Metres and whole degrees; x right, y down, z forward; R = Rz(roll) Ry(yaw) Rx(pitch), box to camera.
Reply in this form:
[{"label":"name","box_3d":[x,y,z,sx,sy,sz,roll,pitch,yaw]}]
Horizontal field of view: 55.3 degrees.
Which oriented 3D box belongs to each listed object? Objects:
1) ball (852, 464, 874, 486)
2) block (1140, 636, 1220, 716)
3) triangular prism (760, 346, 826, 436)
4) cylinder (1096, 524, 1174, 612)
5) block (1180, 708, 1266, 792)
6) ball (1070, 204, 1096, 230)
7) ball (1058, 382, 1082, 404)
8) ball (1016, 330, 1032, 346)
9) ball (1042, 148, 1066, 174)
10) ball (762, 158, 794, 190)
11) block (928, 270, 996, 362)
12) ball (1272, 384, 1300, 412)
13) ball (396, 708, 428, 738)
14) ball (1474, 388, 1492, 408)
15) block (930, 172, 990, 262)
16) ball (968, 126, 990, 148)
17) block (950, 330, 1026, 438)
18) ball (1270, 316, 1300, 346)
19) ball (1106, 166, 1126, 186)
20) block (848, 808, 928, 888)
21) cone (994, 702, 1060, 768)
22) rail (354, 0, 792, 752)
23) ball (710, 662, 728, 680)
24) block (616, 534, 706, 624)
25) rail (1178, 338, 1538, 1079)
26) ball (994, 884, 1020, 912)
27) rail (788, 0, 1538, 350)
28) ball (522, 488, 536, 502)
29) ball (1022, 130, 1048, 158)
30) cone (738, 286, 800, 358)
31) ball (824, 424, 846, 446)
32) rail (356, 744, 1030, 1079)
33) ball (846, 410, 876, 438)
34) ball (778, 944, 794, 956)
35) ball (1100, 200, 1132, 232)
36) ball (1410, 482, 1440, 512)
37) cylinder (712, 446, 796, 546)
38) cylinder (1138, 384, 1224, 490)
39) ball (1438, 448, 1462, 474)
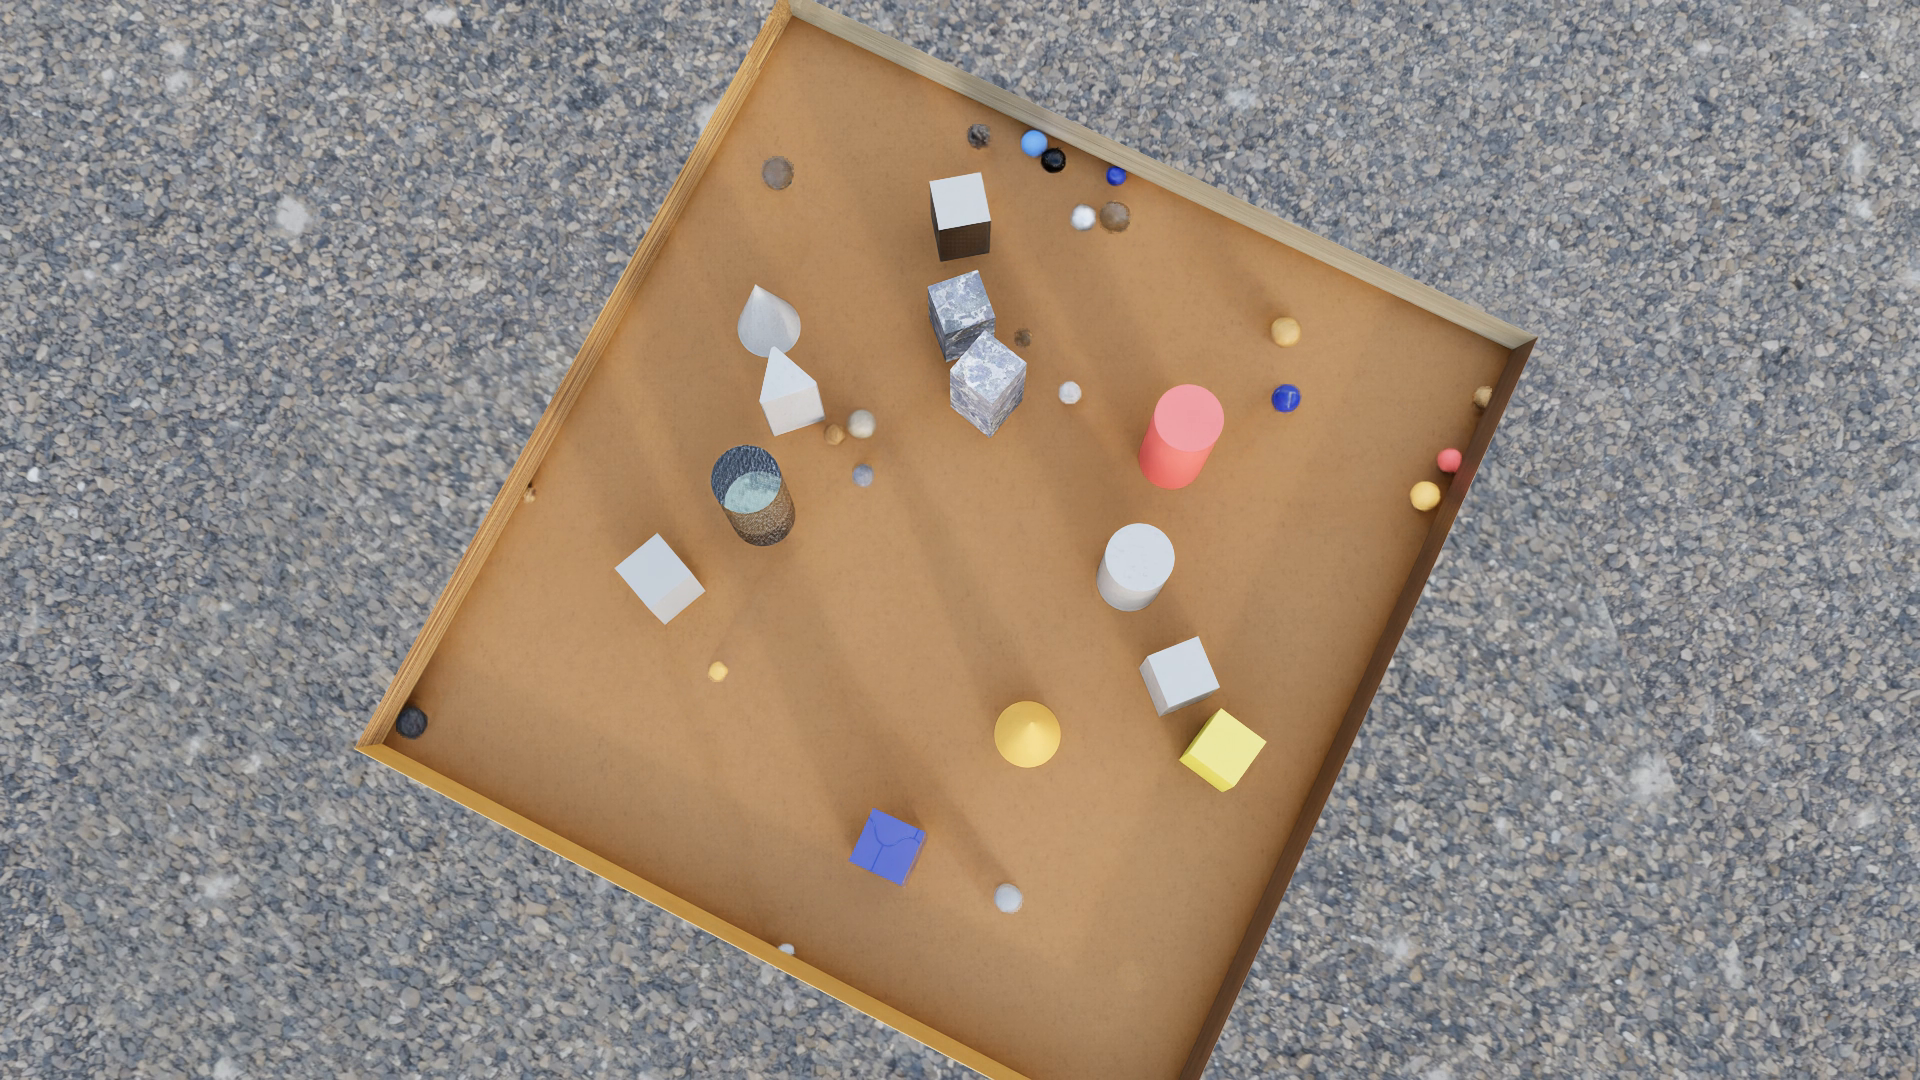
[{"label":"ball","box_3d":[-0.295,-0.200,5.623,0.068,0.068,0.068,0,78,0]},{"label":"block","box_3d":[0.644,0.405,5.403,0.159,0.254,0.159,-21,79,-4]},{"label":"triangular prism","box_3d":[-0.522,-0.458,5.521,0.172,0.372,0.149,-18,79,-4]},{"label":"cylinder","box_3d":[0.516,0.085,5.421,0.199,0.348,0.199,0,78,0]},{"label":"block","box_3d":[0.766,0.618,5.363,0.159,0.246,0.159,37,81,7]},{"label":"ball","box_3d":[0.388,-1.018,5.784,0.084,0.084,0.084,0,78,0]},{"label":"ball","box_3d":[0.341,-0.455,5.675,0.070,0.070,0.070,0,78,0]},{"label":"ball","box_3d":[0.198,-0.631,5.722,0.049,0.049,0.049,0,78,0]},{"label":"ball","box_3d":[0.299,-1.205,5.826,0.079,0.079,0.079,0,78,0]},{"label":"ball","box_3d":[-0.578,-1.160,5.807,0.098,0.098,0.098,0,78,0]},{"label":"block","box_3d":[0.004,-0.683,5.615,0.159,0.280,0.159,-19,79,-4]},{"label":"ball","box_3d":[1.007,-0.436,5.663,0.086,0.086,0.086,0,78,0]},{"label":"ball","box_3d":[-1.632,0.542,5.459,0.089,0.089,0.089,0,78,0]},{"label":"ball","box_3d":[1.623,-0.441,5.677,0.060,0.060,0.060,0,78,0]},{"label":"block","box_3d":[0.000,-0.999,5.684,0.159,0.274,0.159,-11,79,-2]},{"label":"ball","box_3d":[0.061,-1.285,5.845,0.074,0.074,0.074,0,78,0]},{"label":"block","box_3d":[0.083,-0.464,5.515,0.159,0.388,0.159,39,81,7]},{"label":"ball","box_3d":[1.013,-0.650,5.705,0.091,0.091,0.091,0,78,0]},{"label":"ball","box_3d":[0.497,-1.156,5.823,0.064,0.064,0.064,0,78,0]},{"label":"block","box_3d":[-0.201,0.883,5.236,0.159,0.388,0.159,24,79,5]},{"label":"cone","box_3d":[0.202,0.547,5.327,0.199,0.345,0.199,0,78,0]},{"label":"rail","box_3d":[-1.145,-0.554,5.664,0.045,0.129,2.711,26,80,5]},{"label":"ball","box_3d":[-0.727,0.393,5.508,0.053,0.053,0.053,0,78,0]},{"label":"block","box_3d":[-0.888,0.118,5.445,0.159,0.288,0.159,-40,81,-8]},{"label":"rail","box_3d":[1.145,0.568,5.432,0.045,0.129,2.711,26,80,5]},{"label":"ball","box_3d":[0.138,1.046,5.359,0.081,0.081,0.081,0,78,0]},{"label":"rail","box_3d":[0.596,-1.160,5.790,2.608,0.129,0.045,26,80,5]},{"label":"ball","box_3d":[-1.321,-0.140,5.623,0.045,0.045,0.045,0,78,0]},{"label":"ball","box_3d":[0.238,-1.262,5.835,0.084,0.084,0.084,0,78,0]},{"label":"cone","box_3d":[-0.599,-0.709,5.562,0.199,0.395,0.199,0,78,0]},{"label":"ball","box_3d":[-0.388,-0.325,5.649,0.068,0.068,0.068,0,78,0]},{"label":"rail","box_3d":[-0.596,1.174,5.307,2.608,0.129,0.045,26,80,5]},{"label":"ball","box_3d":[-0.305,-0.357,5.644,0.091,0.091,0.091,0,78,0]},{"label":"ball","box_3d":[-0.507,1.200,5.345,0.046,0.046,0.046,0,78,0]},{"label":"ball","box_3d":[0.490,-1.019,5.777,0.099,0.099,0.099,0,78,0]},{"label":"ball","box_3d":[1.421,-0.133,5.598,0.091,0.091,0.091,0,78,0]},{"label":"cylinder","box_3d":[-0.605,-0.125,5.405,0.199,0.465,0.199,0,78,0]},{"label":"cylinder","box_3d":[0.652,-0.300,5.442,0.199,0.463,0.199,0,78,0]},{"label":"ball","box_3d":[1.504,-0.243,5.628,0.075,0.075,0.075,0,78,0]}]
